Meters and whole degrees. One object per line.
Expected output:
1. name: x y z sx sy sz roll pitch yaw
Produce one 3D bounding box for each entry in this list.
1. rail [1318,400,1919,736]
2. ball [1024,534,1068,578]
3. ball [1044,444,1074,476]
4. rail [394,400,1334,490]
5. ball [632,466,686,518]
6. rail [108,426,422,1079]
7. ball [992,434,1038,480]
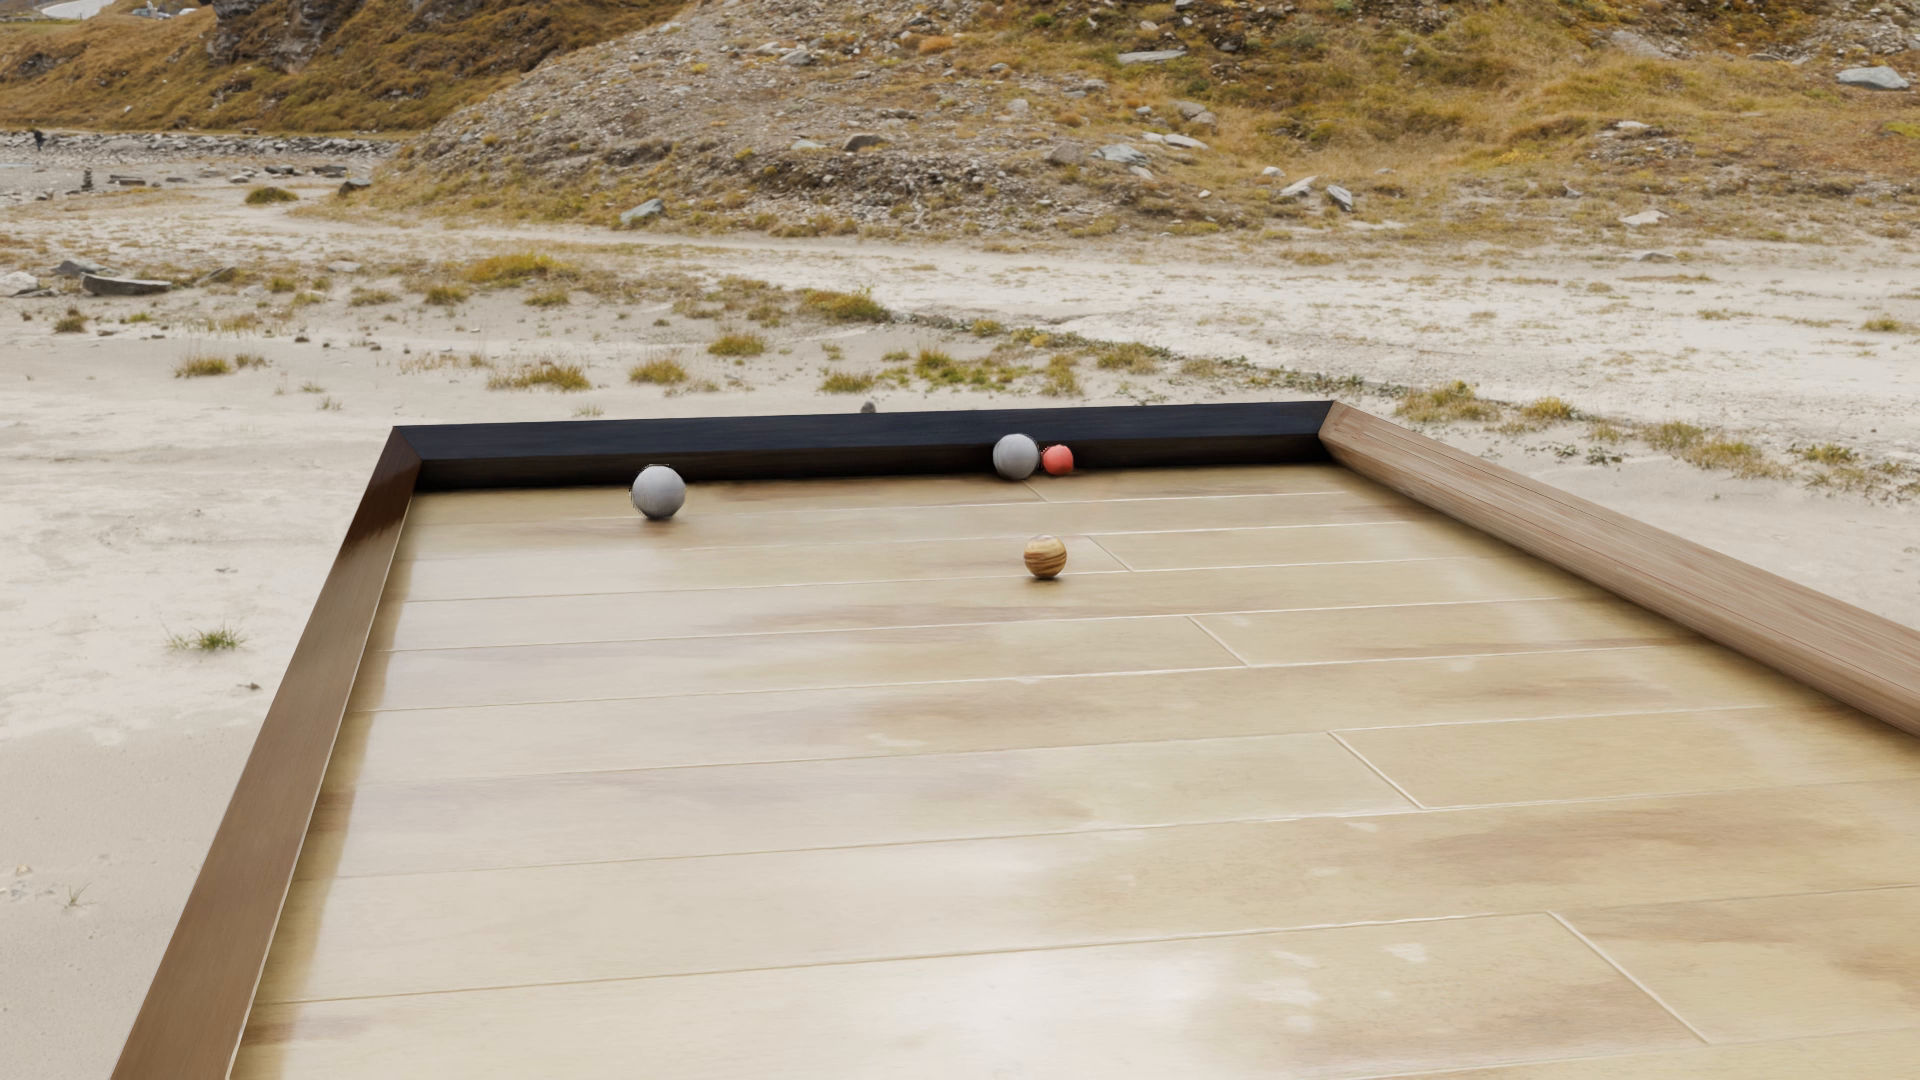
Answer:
1. rail: 0.877 0.090 2.430 0.045 0.103 2.796 -2 12 -10
2. ball: 0.112 0.021 2.880 0.058 0.058 0.058 0 12 0
3. ball: 0.163 -0.132 3.639 0.051 0.051 0.051 0 12 0
4. rail: -0.124 -0.155 3.616 1.570 0.103 0.045 -2 12 -10
5. ball: -0.448 -0.071 3.274 0.080 0.080 0.080 0 12 0
6. rail: -0.620 0.146 2.156 0.045 0.103 2.796 -2 12 -10
7. ball: 0.091 -0.136 3.601 0.075 0.075 0.075 0 12 0
